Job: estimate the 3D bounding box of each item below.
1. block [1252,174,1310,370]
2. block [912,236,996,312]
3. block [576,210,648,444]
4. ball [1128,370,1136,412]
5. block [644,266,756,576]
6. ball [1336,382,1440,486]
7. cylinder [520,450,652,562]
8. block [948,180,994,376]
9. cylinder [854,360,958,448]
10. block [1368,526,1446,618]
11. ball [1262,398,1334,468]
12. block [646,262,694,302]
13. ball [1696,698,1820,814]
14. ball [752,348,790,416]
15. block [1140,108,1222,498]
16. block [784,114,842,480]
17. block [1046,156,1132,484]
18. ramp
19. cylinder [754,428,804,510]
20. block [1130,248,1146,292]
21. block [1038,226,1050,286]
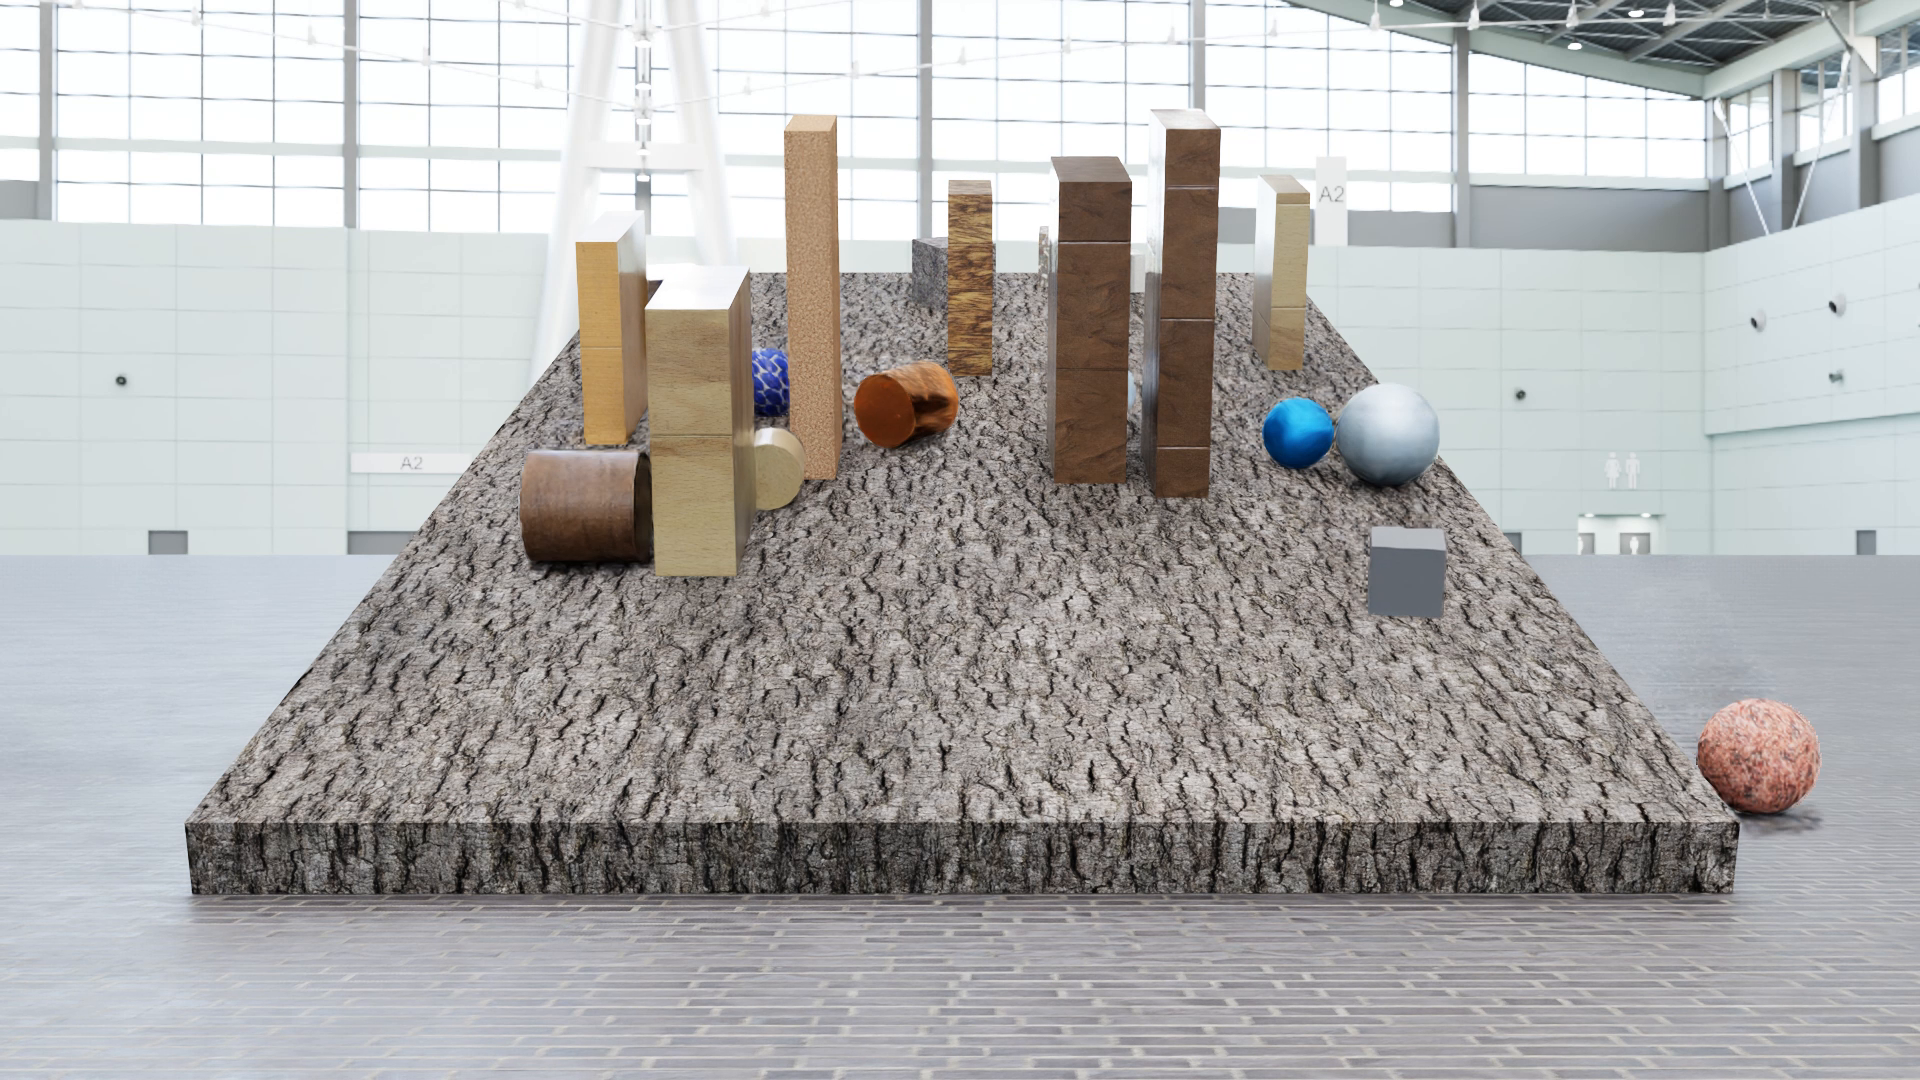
[{"bbox_3d":[0.791,-0.665,5.490,0.083,0.430,0.322,0,17,0],"label":"block"},{"bbox_3d":[-0.017,-0.746,6.189,0.174,0.174,0.174,-9,19,-26],"label":"block"},{"bbox_3d":[-0.751,-0.471,4.843,0.087,0.432,0.424,0,17,0],"label":"block"},{"bbox_3d":[0.305,-0.324,4.840,0.155,0.155,0.155,0,0,0],"label":"ball"},{"bbox_3d":[-0.456,-0.221,3.964,0.140,0.468,0.411,0,17,0],"label":"block"},{"bbox_3d":[0.845,-0.209,4.382,0.203,0.203,0.203,0,0,0],"label":"ball"},{"bbox_3d":[-0.653,-0.059,3.901,0.195,0.195,0.195,0,0,2],"label":"cylinder"},{"bbox_3d":[0.024,-0.640,5.395,0.106,0.435,0.258,0,17,0],"label":"block"},{"bbox_3d":[-0.114,-0.289,4.719,0.158,0.158,0.158,0,14,37],"label":"cylinder"},{"bbox_3d":[0.737,0.053,3.673,0.117,0.117,0.117,3,17,9],"label":"block"},{"bbox_3d":[0.686,-0.218,4.514,0.144,0.144,0.144,0,0,0],"label":"ball"},{"bbox_3d":[-0.749,-0.569,5.554,0.205,0.205,0.205,-5,18,-17],"label":"block"},{"bbox_3d":[1.344,0.365,3.745,0.195,0.195,0.195,0,0,0],"label":"ball"},{"bbox_3d":[-0.427,-0.350,4.930,0.151,0.151,0.151,0,0,0],"label":"ball"},{"bbox_3d":[0.431,-0.473,4.380,0.103,0.708,0.353,0,17,0],"label":"block"},{"bbox_3d":[-0.294,-0.493,4.476,0.088,0.689,0.287,0,17,0],"label":"block"},{"bbox_3d":[0.258,-0.455,4.513,0.141,0.597,0.392,0,17,0],"label":"block"},{"bbox_3d":[-0.003,-0.173,4.782,2.000,0.100,4.000,0,17,0],"label":"ramp"},{"bbox_3d":[-0.366,-0.138,4.273,0.129,0.129,0.129,0,17,-1],"label":"cylinder"},{"bbox_3d":[0.464,-0.776,6.398,0.110,0.110,0.110,-5,18,-15],"label":"block"},{"bbox_3d":[0.308,-0.831,6.502,0.154,0.154,0.154,1,17,3],"label":"block"}]
